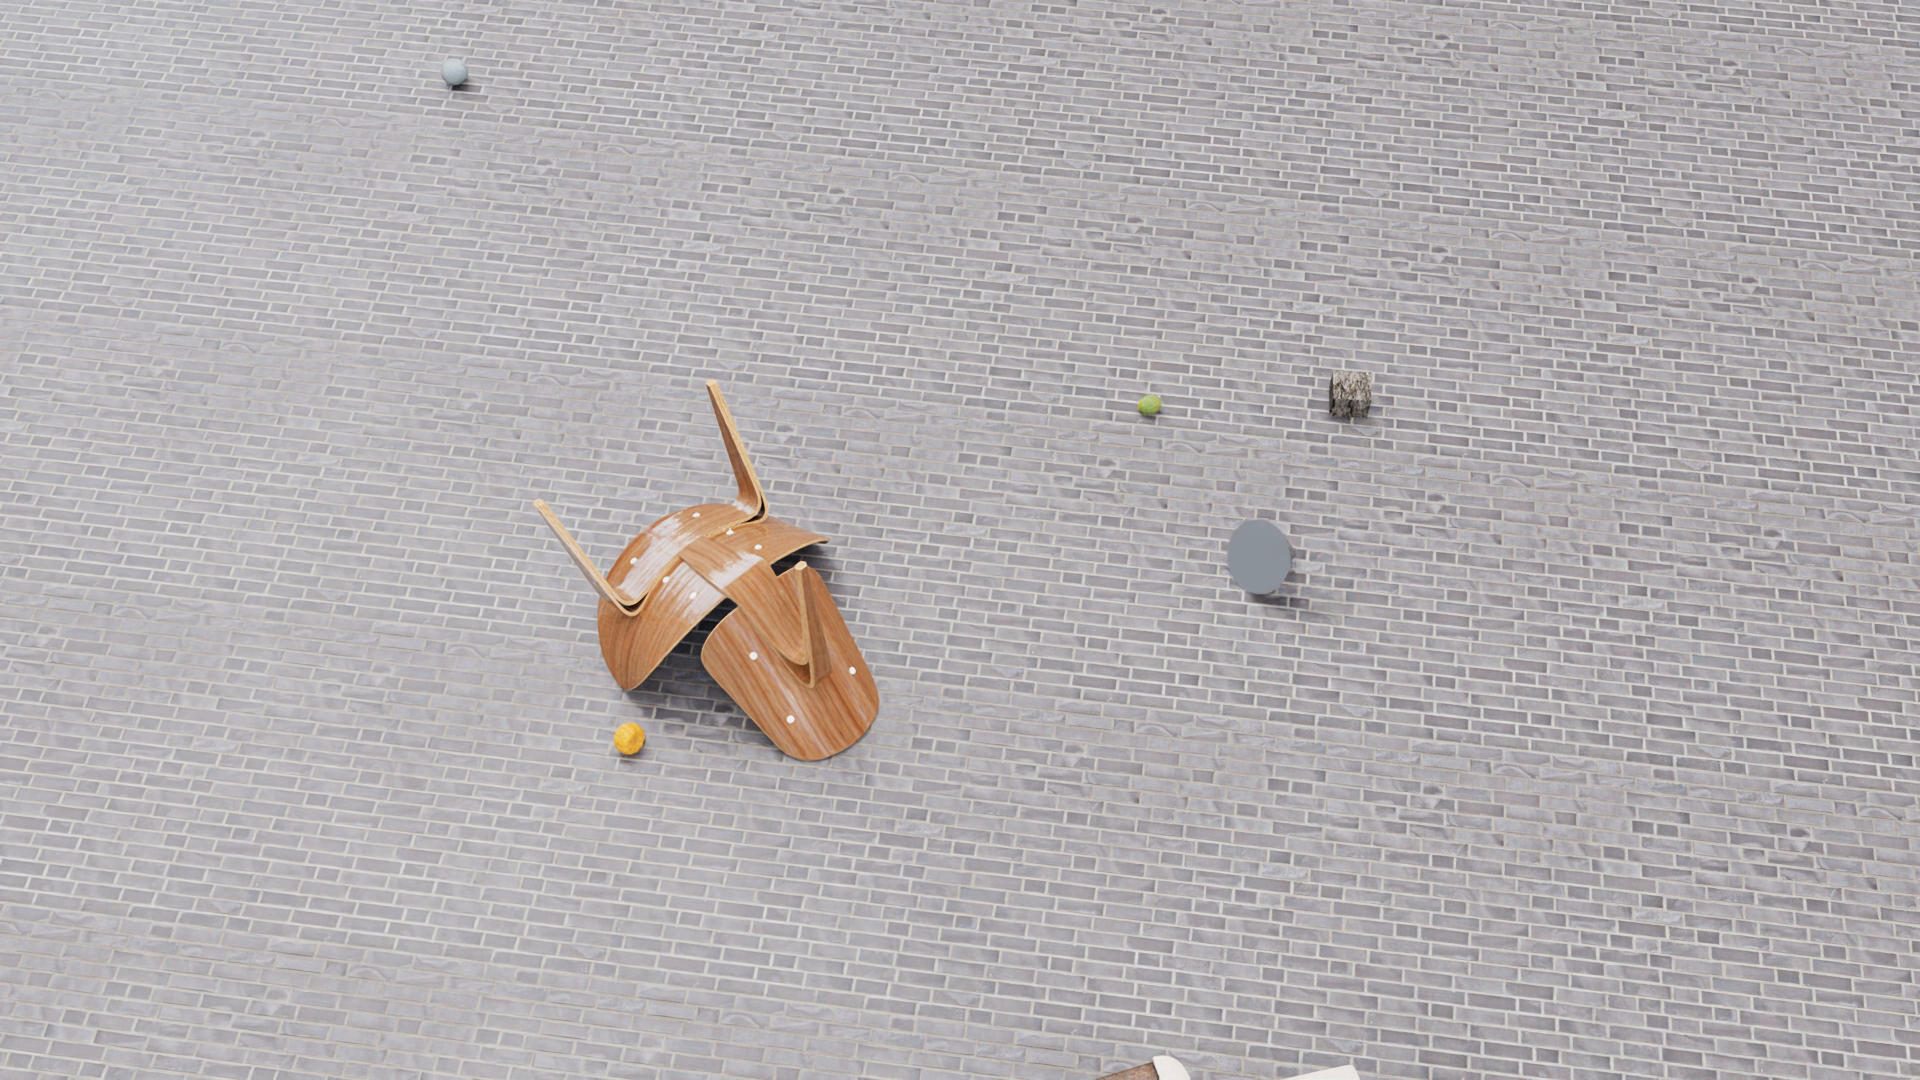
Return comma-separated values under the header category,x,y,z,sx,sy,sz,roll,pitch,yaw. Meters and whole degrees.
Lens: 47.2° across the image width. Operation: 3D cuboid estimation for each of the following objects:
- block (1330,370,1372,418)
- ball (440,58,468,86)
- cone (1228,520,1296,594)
category,x,y,z,sx,sy,sz,roll,pitch,yaw
block,1.211,-0.453,6.825,0.116,0.088,0.113,4,56,3
ball,-1.748,-1.619,7.605,0.092,0.092,0.092,0,56,0
cone,0.936,0.043,6.487,0.181,0.231,0.220,-6,86,-44
